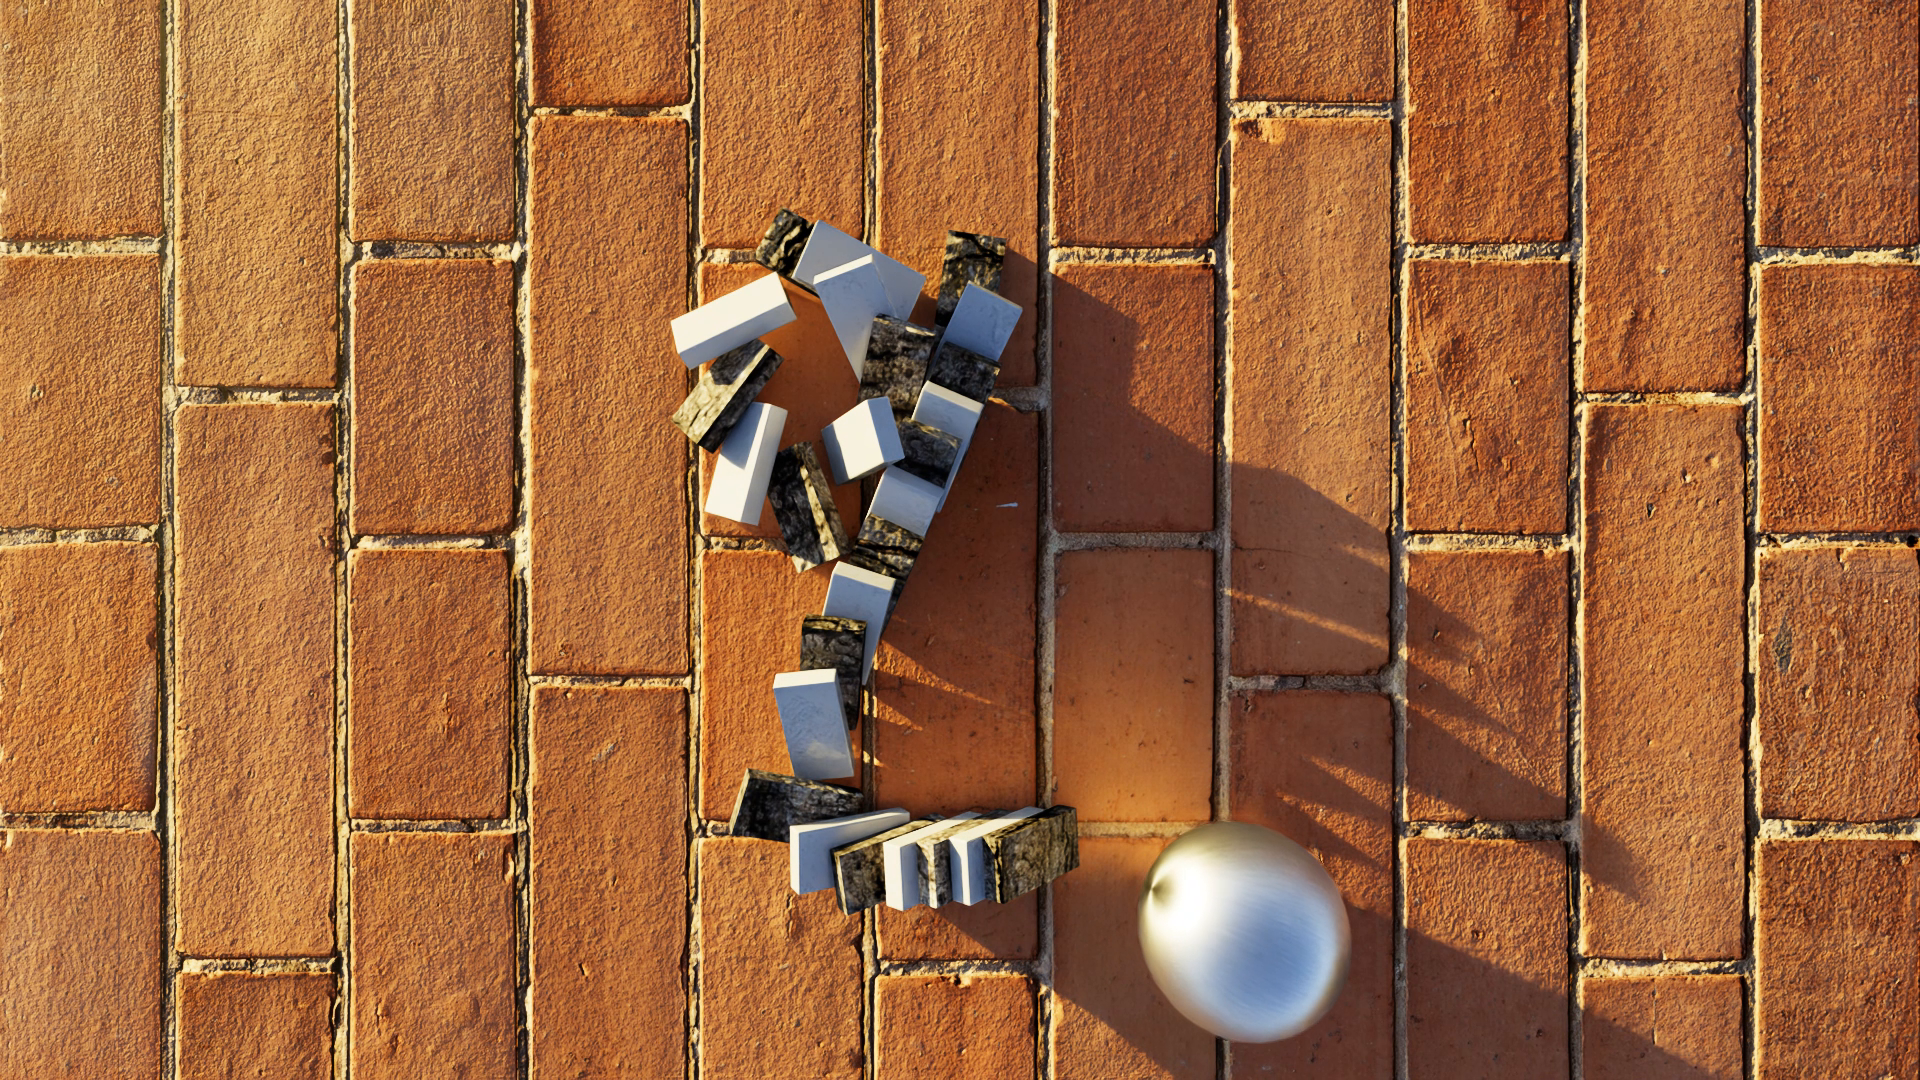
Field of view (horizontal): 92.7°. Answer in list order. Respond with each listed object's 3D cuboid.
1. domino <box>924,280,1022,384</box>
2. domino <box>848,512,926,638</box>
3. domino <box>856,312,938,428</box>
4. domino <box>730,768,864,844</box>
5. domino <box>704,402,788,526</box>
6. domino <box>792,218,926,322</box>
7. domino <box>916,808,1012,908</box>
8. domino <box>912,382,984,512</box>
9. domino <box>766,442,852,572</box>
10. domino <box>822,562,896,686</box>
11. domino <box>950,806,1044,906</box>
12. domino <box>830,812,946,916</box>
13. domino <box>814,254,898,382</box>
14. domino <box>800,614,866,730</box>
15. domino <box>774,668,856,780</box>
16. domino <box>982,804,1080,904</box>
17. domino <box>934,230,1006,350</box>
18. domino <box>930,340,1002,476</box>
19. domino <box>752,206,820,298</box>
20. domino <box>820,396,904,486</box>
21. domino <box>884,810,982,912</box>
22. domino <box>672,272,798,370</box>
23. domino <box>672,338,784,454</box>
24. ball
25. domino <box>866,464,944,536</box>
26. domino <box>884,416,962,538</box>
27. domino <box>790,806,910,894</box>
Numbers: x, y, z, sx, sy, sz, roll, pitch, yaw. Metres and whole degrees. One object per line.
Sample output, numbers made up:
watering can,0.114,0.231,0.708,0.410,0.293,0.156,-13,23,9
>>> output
domino,0.004,-0.080,0.385,0.025,0.009,0.050,25,111,-6
domino,-0.036,0.016,0.384,0.025,0.009,0.050,25,119,0
domino,-0.028,-0.066,0.383,0.025,0.009,0.050,17,123,0
domino,-0.068,0.114,0.386,0.050,0.009,0.025,17,94,-21
domino,-0.091,-0.033,0.389,0.025,0.010,0.050,15,90,38
domino,-0.042,-0.110,0.384,0.050,0.009,0.025,23,92,-20
domino,0.004,0.130,0.379,0.010,0.050,0.025,-3,90,44
domino,-0.011,-0.038,0.382,0.025,0.010,0.050,23,122,0
domino,-0.066,-0.014,0.389,0.025,0.009,0.050,-21,90,32
domino,-0.045,0.035,0.384,0.025,0.010,0.050,17,119,0
domino,0.017,0.129,0.379,0.009,0.050,0.025,-3,90,44
domino,-0.028,0.134,0.382,0.050,0.009,0.025,-10,95,-30
domino,-0.038,-0.089,0.380,0.025,0.009,0.050,-19,124,8
domino,-0.054,0.056,0.384,0.025,0.010,0.050,8,118,0
domino,-0.060,0.078,0.384,0.025,0.010,0.050,-6,117,1
domino,0.030,0.129,0.379,0.009,0.050,0.025,-3,90,44
domino,0.004,-0.106,0.395,0.025,0.010,0.050,9,90,0
domino,-0.003,-0.055,0.384,0.025,0.009,0.050,22,117,0
domino,-0.060,-0.119,0.395,0.050,0.010,0.025,30,90,0
domino,-0.041,-0.040,0.376,0.009,0.050,0.025,-15,90,-30
domino,-0.009,0.132,0.379,0.010,0.050,0.025,-3,90,44
domino,-0.096,-0.093,0.388,0.050,0.010,0.025,-25,49,0
domino,-0.099,-0.064,0.389,0.025,0.010,0.050,37,90,38
ball,0.110,0.152,0.360,0.080,0.080,0.080,0,90,0
domino,-0.027,-0.004,0.383,0.025,0.009,0.050,25,122,0
domino,-0.020,-0.024,0.381,0.025,0.009,0.050,22,122,0
domino,-0.045,0.129,0.383,0.050,0.009,0.025,-1,91,-30
